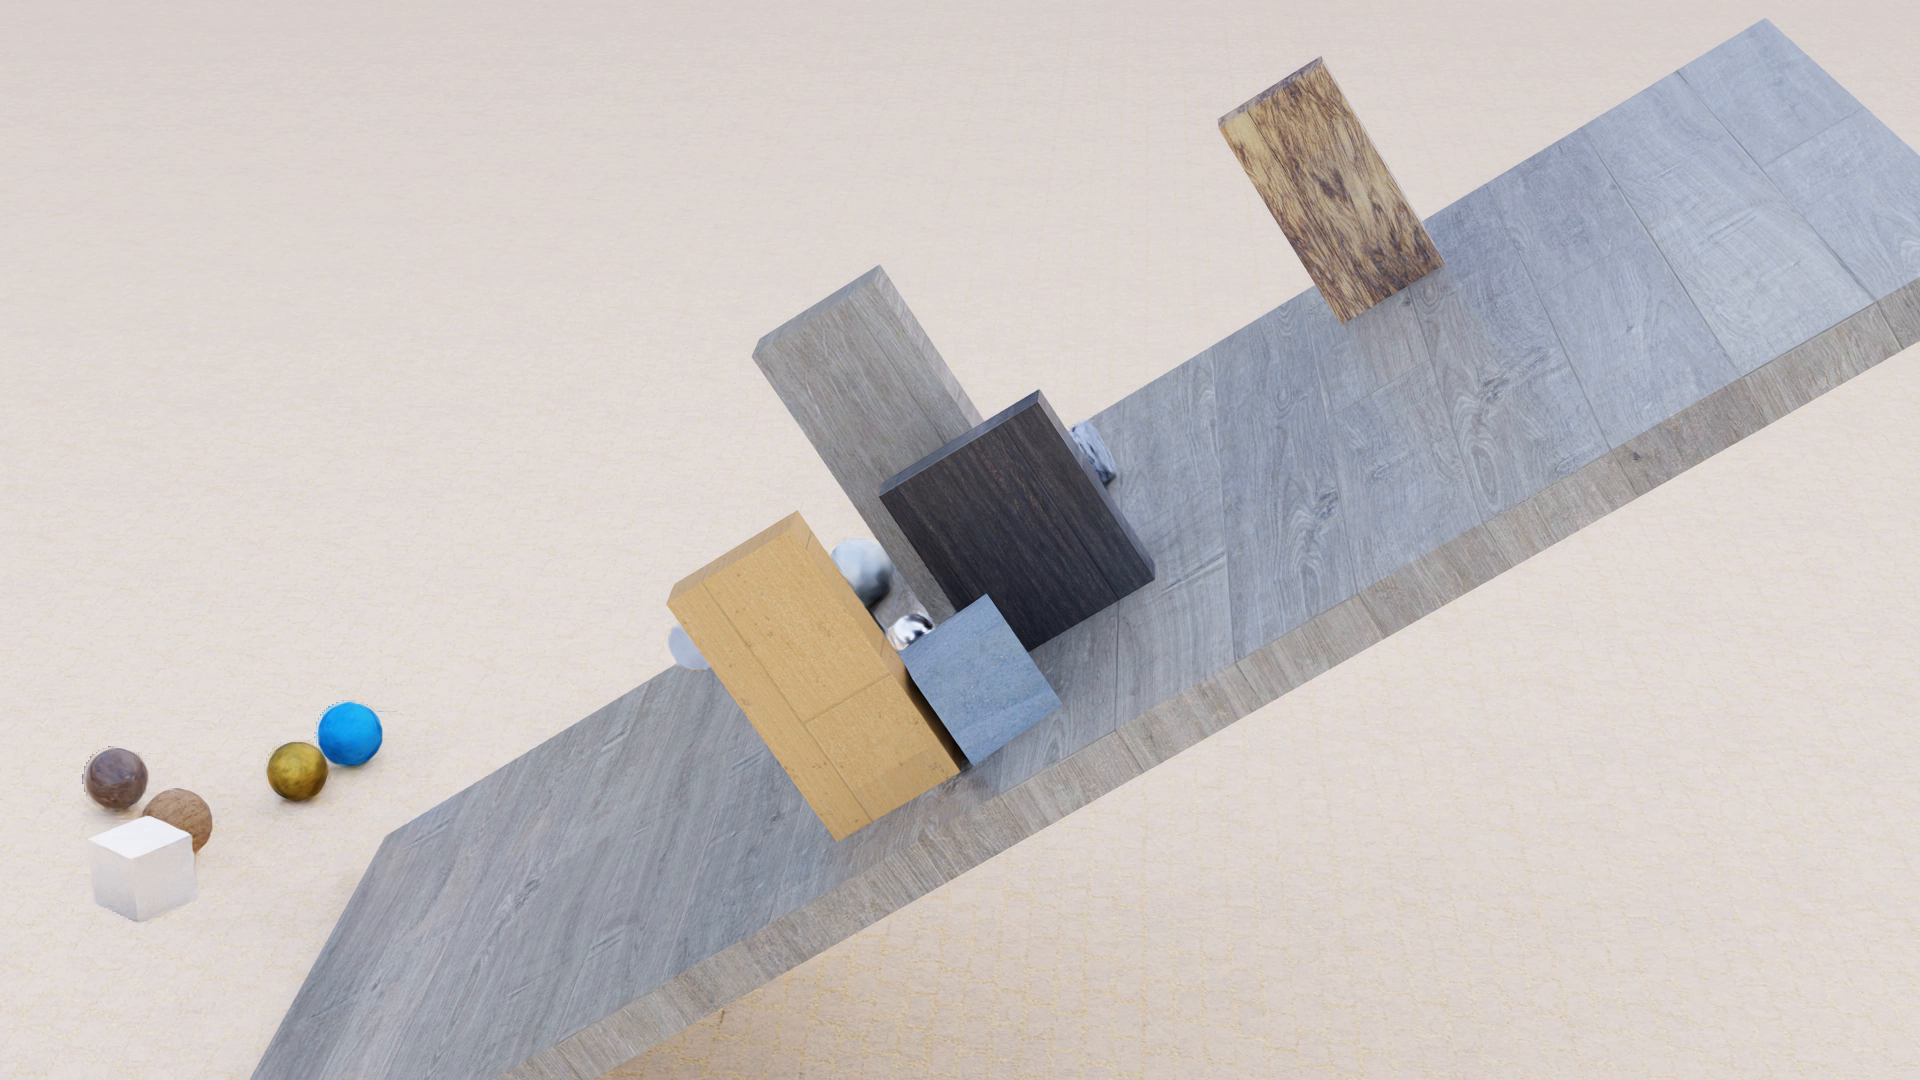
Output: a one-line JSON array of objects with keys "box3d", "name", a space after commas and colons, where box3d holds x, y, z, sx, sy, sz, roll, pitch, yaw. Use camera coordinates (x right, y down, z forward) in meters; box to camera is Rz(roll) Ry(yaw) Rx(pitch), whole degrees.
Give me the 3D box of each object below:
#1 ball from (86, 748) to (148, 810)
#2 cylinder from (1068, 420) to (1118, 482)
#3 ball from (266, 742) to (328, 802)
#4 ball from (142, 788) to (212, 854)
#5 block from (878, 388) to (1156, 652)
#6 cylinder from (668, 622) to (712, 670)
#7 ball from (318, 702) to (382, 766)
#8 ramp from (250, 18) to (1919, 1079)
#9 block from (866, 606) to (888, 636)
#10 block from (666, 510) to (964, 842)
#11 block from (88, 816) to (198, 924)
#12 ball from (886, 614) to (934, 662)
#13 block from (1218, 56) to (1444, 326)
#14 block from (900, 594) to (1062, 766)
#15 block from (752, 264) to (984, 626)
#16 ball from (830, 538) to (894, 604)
[{"box3d": [-2.300, 0.651, 8.024, 0.167, 0.167, 0.167, 0, 20, 0], "name": "ball"}, {"box3d": [0.257, -0.174, 6.643, 0.143, 0.143, 0.143, -30, 15, 15], "name": "cylinder"}, {"box3d": [-1.819, 0.634, 8.074, 0.164, 0.164, 0.164, 0, 20, 0], "name": "ball"}, {"box3d": [-2.061, 0.746, 7.739, 0.184, 0.184, 0.184, 0, 20, 0], "name": "ball"}, {"box3d": [0.117, -0.019, 5.889, 0.374, 0.436, 0.089, -30, 15, 14], "name": "block"}, {"box3d": [-0.636, 0.230, 7.272, 0.139, 0.139, 0.139, 3, 22, 9], "name": "cylinder"}, {"box3d": [-1.718, 0.548, 8.285, 0.181, 0.181, 0.181, 0, 20, 0], "name": "ball"}, {"box3d": [0.140, 0.170, 6.294, 4.000, 0.100, 2.000, -30, 15, 14], "name": "ramp"}, {"box3d": [-0.246, 0.269, 6.300, 0.158, 0.158, 0.158, -21, 20, 41], "name": "block"}, {"box3d": [-0.270, 0.261, 5.567, 0.283, 0.574, 0.103, -30, 15, 14], "name": "block"}, {"box3d": [-2.080, 0.838, 7.492, 0.182, 0.182, 0.182, 16, 25, 37], "name": "block"}, {"box3d": [-0.102, 0.211, 6.274, 0.107, 0.107, 0.107, 0, 20, 0], "name": "ball"}, {"box3d": [0.828, -0.778, 6.566, 0.268, 0.529, 0.103, -30, 15, 14], "name": "block"}, {"box3d": [0.038, 0.265, 5.622, 0.205, 0.205, 0.205, -34, 15, 0], "name": "block"}, {"box3d": [-0.105, -0.191, 6.308, 0.311, 0.736, 0.136, -30, 15, 14], "name": "block"}, {"box3d": [-0.234, 0.073, 6.883, 0.158, 0.158, 0.158, 0, 20, 0], "name": "ball"}]
